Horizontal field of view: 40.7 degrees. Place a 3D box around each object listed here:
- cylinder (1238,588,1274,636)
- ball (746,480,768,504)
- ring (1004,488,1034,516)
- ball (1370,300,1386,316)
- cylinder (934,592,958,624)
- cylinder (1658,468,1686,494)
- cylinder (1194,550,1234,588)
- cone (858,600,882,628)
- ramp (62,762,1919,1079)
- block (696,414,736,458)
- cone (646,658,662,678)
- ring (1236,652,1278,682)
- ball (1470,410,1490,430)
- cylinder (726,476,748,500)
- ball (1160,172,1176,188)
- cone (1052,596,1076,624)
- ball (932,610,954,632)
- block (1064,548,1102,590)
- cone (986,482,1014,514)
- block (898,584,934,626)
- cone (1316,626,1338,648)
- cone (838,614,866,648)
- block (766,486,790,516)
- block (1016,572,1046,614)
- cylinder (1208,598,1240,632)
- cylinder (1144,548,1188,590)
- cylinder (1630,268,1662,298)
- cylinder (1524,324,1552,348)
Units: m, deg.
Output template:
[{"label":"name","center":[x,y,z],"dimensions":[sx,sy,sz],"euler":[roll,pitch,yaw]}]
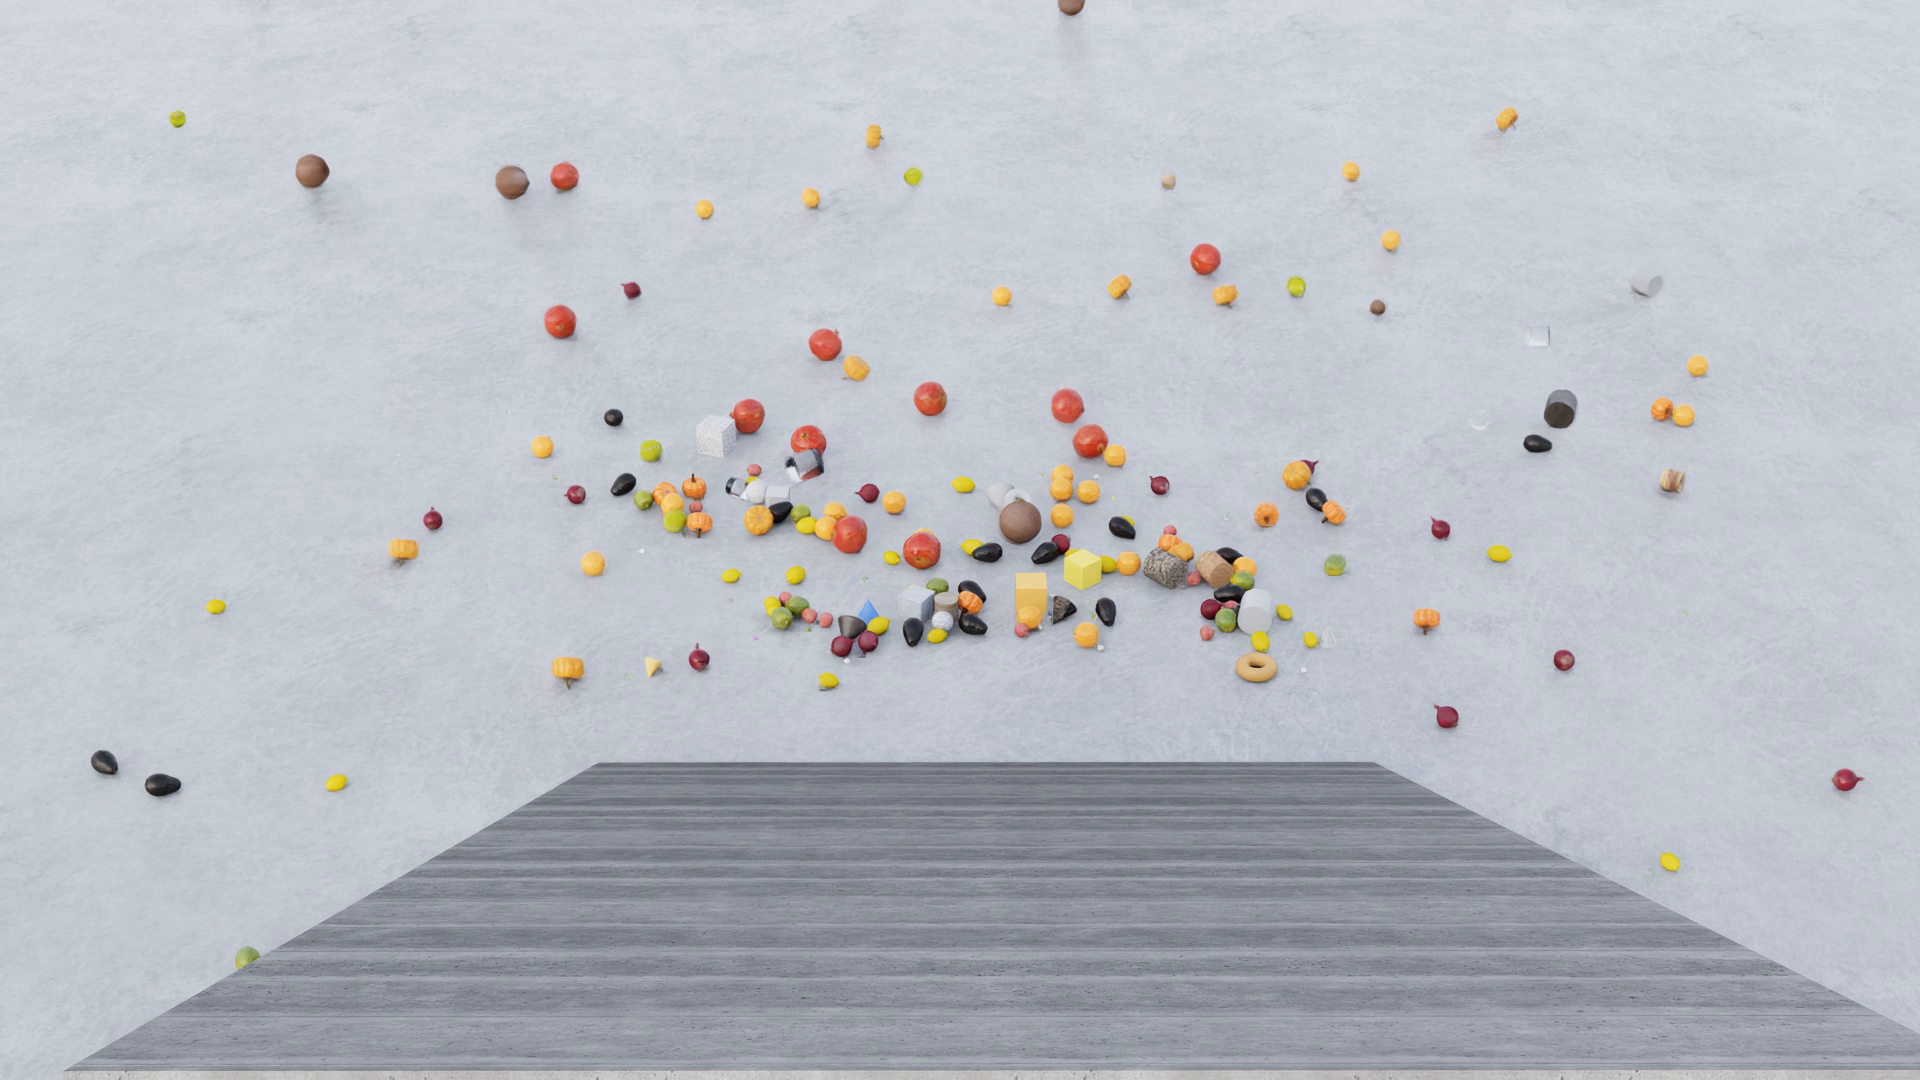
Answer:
[{"label":"cylinder","center":[0.843,0.205,7.372],"dimensions":[0.097,0.097,0.097],"euler":[6,31,10]},{"label":"ball","center":[-0.625,-0.148,7.982],"dimensions":[0.075,0.075,0.075],"euler":[0,31,0]},{"label":"ring","center":[0.180,-0.114,7.931],"dimensions":[0.094,0.031,0.094],"euler":[7,67,-16]},{"label":"ball","center":[1.472,-0.820,9.123],"dimensions":[0.056,0.056,0.056],"euler":[0,31,0]},{"label":"cylinder","center":[-0.039,0.196,7.413],"dimensions":[0.069,0.069,0.069],"euler":[0,31,0]},{"label":"cylinder","center":[2.216,-0.184,8.054],"dimensions":[0.063,0.063,0.063],"euler":[19,36,28]},{"label":"cylinder","center":[0.744,0.084,7.587],"dimensions":[0.082,0.082,0.082],"euler":[-15,34,-23]},{"label":"cone","center":[-0.262,0.199,7.399],"dimensions":[0.077,0.077,0.077],"euler":[0,31,0]},{"label":"ramp","center":[0.069,0.612,4.683],"dimensions":[2.000,0.100,4.000],"euler":[0,0,0]},{"label":"block","center":[-0.779,-0.331,8.271],"dimensions":[0.093,0.093,0.093],"euler":[11,33,18]},{"label":"cone","center":[-0.857,0.362,7.181],"dimensions":[0.050,0.050,0.050],"euler":[8,59,13]},{"label":"ring","center":[0.822,0.353,7.181],"dimensions":[0.117,0.039,0.117],"euler":[-1,31,1]},{"label":"ball","center":[1.684,-0.391,8.395],"dimensions":[0.066,0.066,0.066],"euler":[0,31,0]},{"label":"cylinder","center":[-0.684,-0.160,8.017],"dimensions":[0.060,0.060,0.060],"euler":[21,37,31]},{"label":"ball","center":[0.812,-1.400,10.084],"dimensions":[0.062,0.062,0.062],"euler":[0,31,0]},{"label":"cone","center":[0.283,0.213,7.418],"dimensions":[0.076,0.076,0.076],"euler":[20,63,29]},{"label":"ball","center":[-0.049,0.233,7.358],"dimensions":[0.063,0.063,0.063],"euler":[0,31,0]},{"label":"block","center":[0.360,0.087,7.588],"dimensions":[0.077,0.077,0.077],"euler":[-25,39,-35]},{"label":"cone","center":[0.129,-0.112,7.954],"dimensions":[0.092,0.092,0.092],"euler":[-5,58,-8]},{"label":"block","center":[-0.125,0.187,7.421],"dimensions":[0.077,0.077,0.077],"euler":[17,35,26]},{"label":"cone","center":[1.038,0.264,7.310],"dimensions":[0.057,0.057,0.057],"euler":[0,31,0]},{"label":"cone","center":[-0.316,0.271,7.316],"dimensions":[0.086,0.086,0.086],"euler":[9,59,14]},{"label":"block","center":[-0.559,-0.120,7.944],"dimensions":[0.066,0.066,0.066],"euler":[3,31,4]},{"label":"block","center":[0.205,0.155,7.464],"dimensions":[0.087,0.087,0.087],"euler":[0,31,-1]},{"label":"cylinder","center":[0.756,0.232,7.412],"dimensions":[0.096,0.096,0.096],"euler":[3,28,-2]},{"label":"cylinder","center":[0.601,0.084,7.578],"dimensions":[0.093,0.093,0.093],"euler":[-26,39,-36]},{"label":"cylinder","center":[2.455,-0.922,9.267],"dimensions":[0.082,0.082,0.082],"euler":[-20,36,-30]},{"label":"cylinder","center":[1.989,-0.701,8.911],"dimensions":[0.070,0.070,0.070],"euler":[14,24,-27]}]
